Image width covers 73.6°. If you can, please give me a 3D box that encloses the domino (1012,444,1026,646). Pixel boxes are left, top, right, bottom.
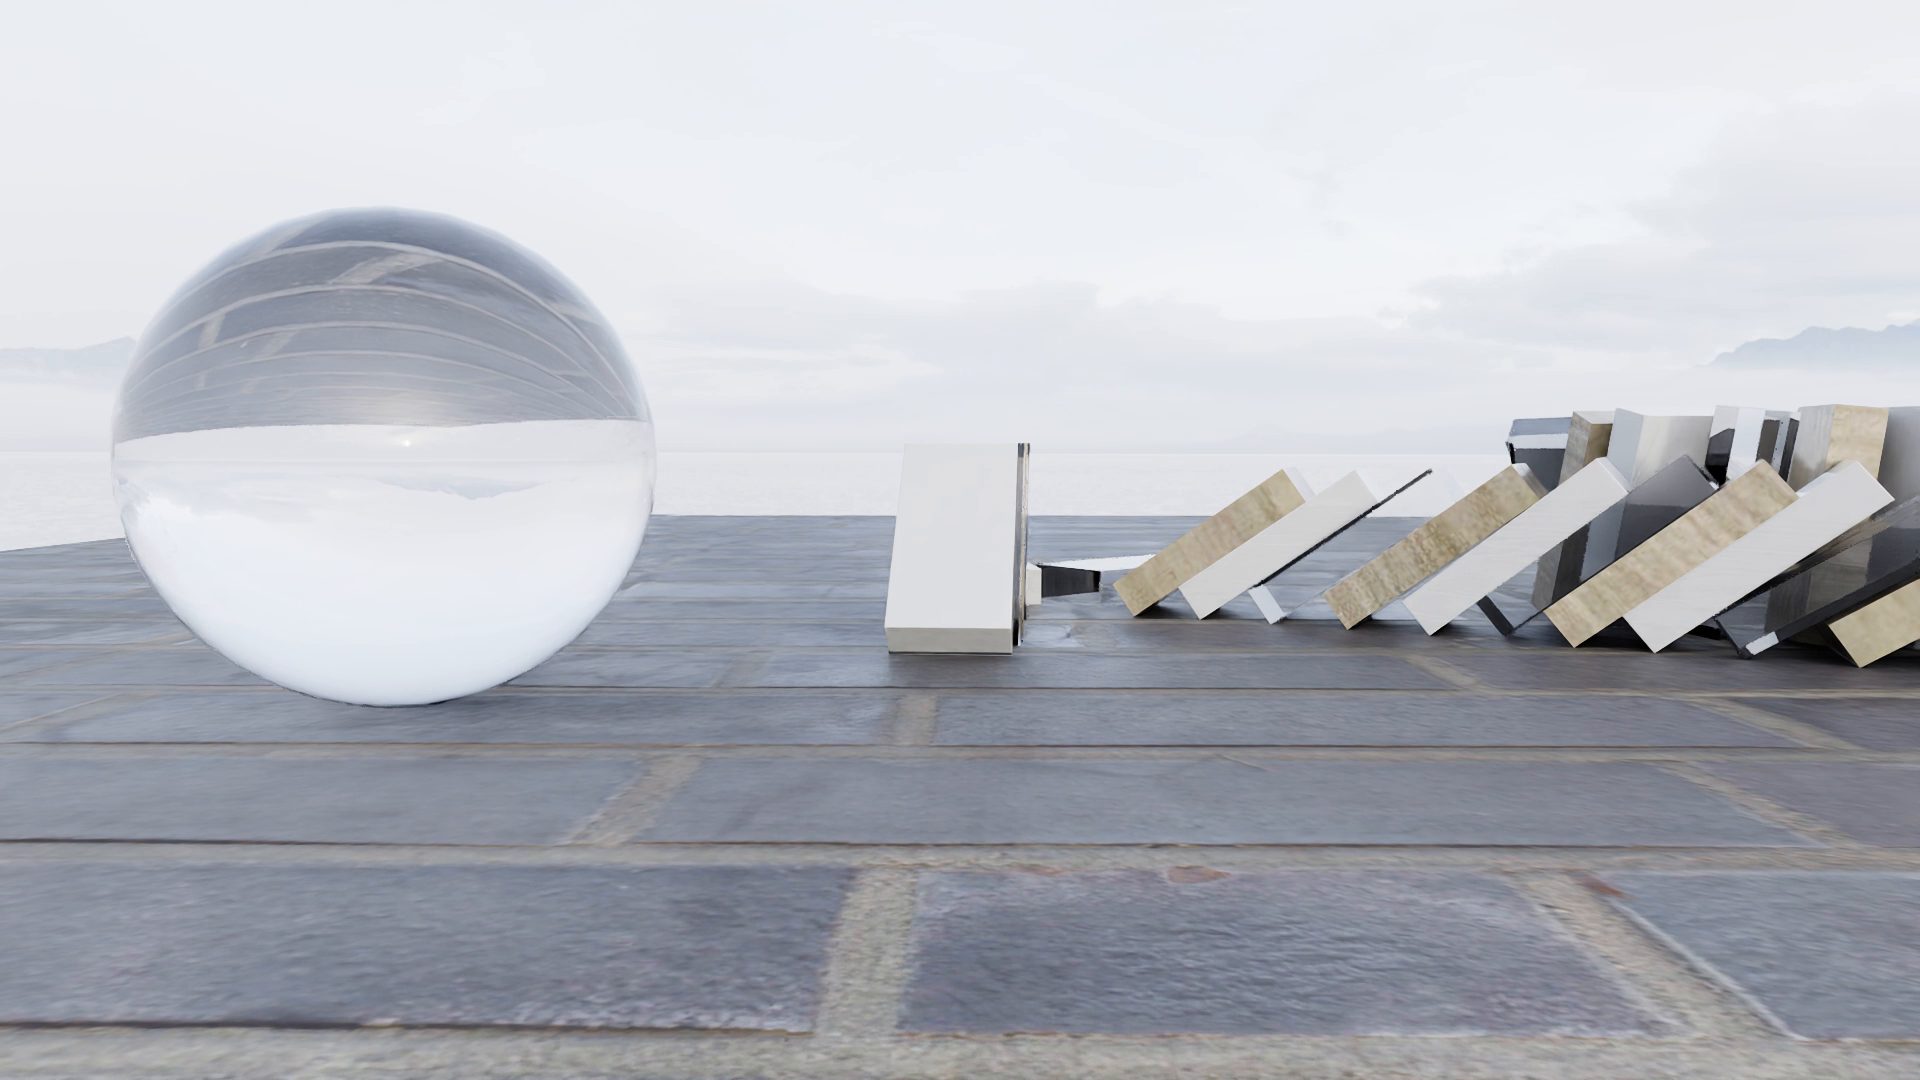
[{"bbox_3d":[0.001,0.000,0.284,0.025,0.050,0.009,0,-39,5],"label":"domino"}]

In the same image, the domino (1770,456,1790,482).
[{"bbox_3d":[0.243,-0.003,0.345,0.025,0.010,0.050,-3,44,-31],"label":"domino"}]

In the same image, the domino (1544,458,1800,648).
[{"bbox_3d":[0.148,0.003,0.269,0.050,0.010,0.025,-43,-17,26],"label":"domino"}]

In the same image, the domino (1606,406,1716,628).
[{"bbox_3d":[0.162,-0.005,0.298,0.025,0.050,0.009,-1,17,-11],"label":"domino"}]

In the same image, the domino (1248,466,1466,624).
[{"bbox_3d":[0.095,0.001,0.305,0.050,0.010,0.025,-38,-13,25],"label":"domino"}]

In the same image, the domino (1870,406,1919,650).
[{"bbox_3d":[0.201,-0.003,0.274,0.009,0.050,0.025,2,4,-2],"label":"domino"}]

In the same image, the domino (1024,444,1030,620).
[{"bbox_3d":[0.005,-0.003,0.323,0.025,0.050,0.010,0,-39,5],"label":"domino"}]

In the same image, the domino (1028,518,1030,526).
[{"bbox_3d":[0.005,-0.002,0.339,0.025,0.010,0.050,1,43,5],"label":"domino"}]

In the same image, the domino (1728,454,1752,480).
[{"bbox_3d":[0.230,-0.004,0.357,0.025,0.009,0.050,-2,45,-41],"label":"domino"}]

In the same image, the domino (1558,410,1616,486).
[{"bbox_3d":[0.159,-0.006,0.312,0.025,0.050,0.010,0,24,0],"label":"domino"}]

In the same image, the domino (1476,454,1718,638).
[{"bbox_3d":[0.137,0.001,0.277,0.050,0.009,0.025,-43,-17,26],"label":"domino"}]

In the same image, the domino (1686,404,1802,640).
[{"bbox_3d":[0.173,-0.004,0.285,0.025,0.050,0.010,-4,14,-42],"label":"domino"}]

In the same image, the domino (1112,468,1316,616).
[{"bbox_3d":[0.064,0.000,0.320,0.050,0.009,0.025,-36,-9,20],"label":"domino"}]

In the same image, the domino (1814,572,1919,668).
[{"bbox_3d":[0.193,0.006,0.247,0.050,0.009,0.025,-36,-10,22],"label":"domino"}]

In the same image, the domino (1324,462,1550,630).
[{"bbox_3d":[0.110,0.001,0.295,0.050,0.010,0.025,-40,-16,26],"label":"domino"}]

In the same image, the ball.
[{"bbox_3d":[-0.090,-0.013,0.208,0.080,0.080,0.080,0,4,0],"label":"ball"}]

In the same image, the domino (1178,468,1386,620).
[{"bbox_3d":[0.079,0.001,0.314,0.050,0.009,0.025,-36,-9,20],"label":"domino"}]

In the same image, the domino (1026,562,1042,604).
[{"bbox_3d":[0.006,0.011,0.363,0.025,0.009,0.050,-1,4,-8],"label":"domino"}]

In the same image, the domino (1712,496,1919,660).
[{"bbox_3d":[0.176,0.005,0.254,0.050,0.010,0.025,-37,-14,26],"label":"domino"}]

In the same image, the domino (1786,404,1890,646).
[{"bbox_3d":[0.186,-0.004,0.278,0.010,0.050,0.025,8,6,17],"label":"domino"}]

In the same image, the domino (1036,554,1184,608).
[{"bbox_3d":[0.048,0.011,0.360,0.050,0.010,0.025,-3,6,-39],"label":"domino"}]

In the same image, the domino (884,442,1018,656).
[{"bbox_3d":[-0.001,0.001,0.271,0.025,0.050,0.010,0,-39,5],"label":"domino"}]

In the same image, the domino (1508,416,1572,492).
[{"bbox_3d":[0.157,-0.007,0.330,0.025,0.050,0.010,0,31,33],"label":"domino"}]

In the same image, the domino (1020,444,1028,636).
[{"bbox_3d":[0.003,-0.001,0.297,0.025,0.050,0.009,0,-39,5],"label":"domino"}]

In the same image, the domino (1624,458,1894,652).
[{"bbox_3d":[0.161,0.003,0.262,0.050,0.010,0.025,-43,-17,26],"label":"domino"}]

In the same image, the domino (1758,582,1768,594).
[{"bbox_3d":[0.215,-0.006,0.368,0.025,0.009,0.050,2,43,-52],"label":"domino"}]

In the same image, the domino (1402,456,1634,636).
[{"bbox_3d":[0.124,0.001,0.286,0.050,0.010,0.025,-43,-17,26],"label":"domino"}]

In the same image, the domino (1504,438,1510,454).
[{"bbox_3d":[0.167,-0.007,0.343,0.010,0.050,0.025,-35,20,-23],"label":"domino"}]
